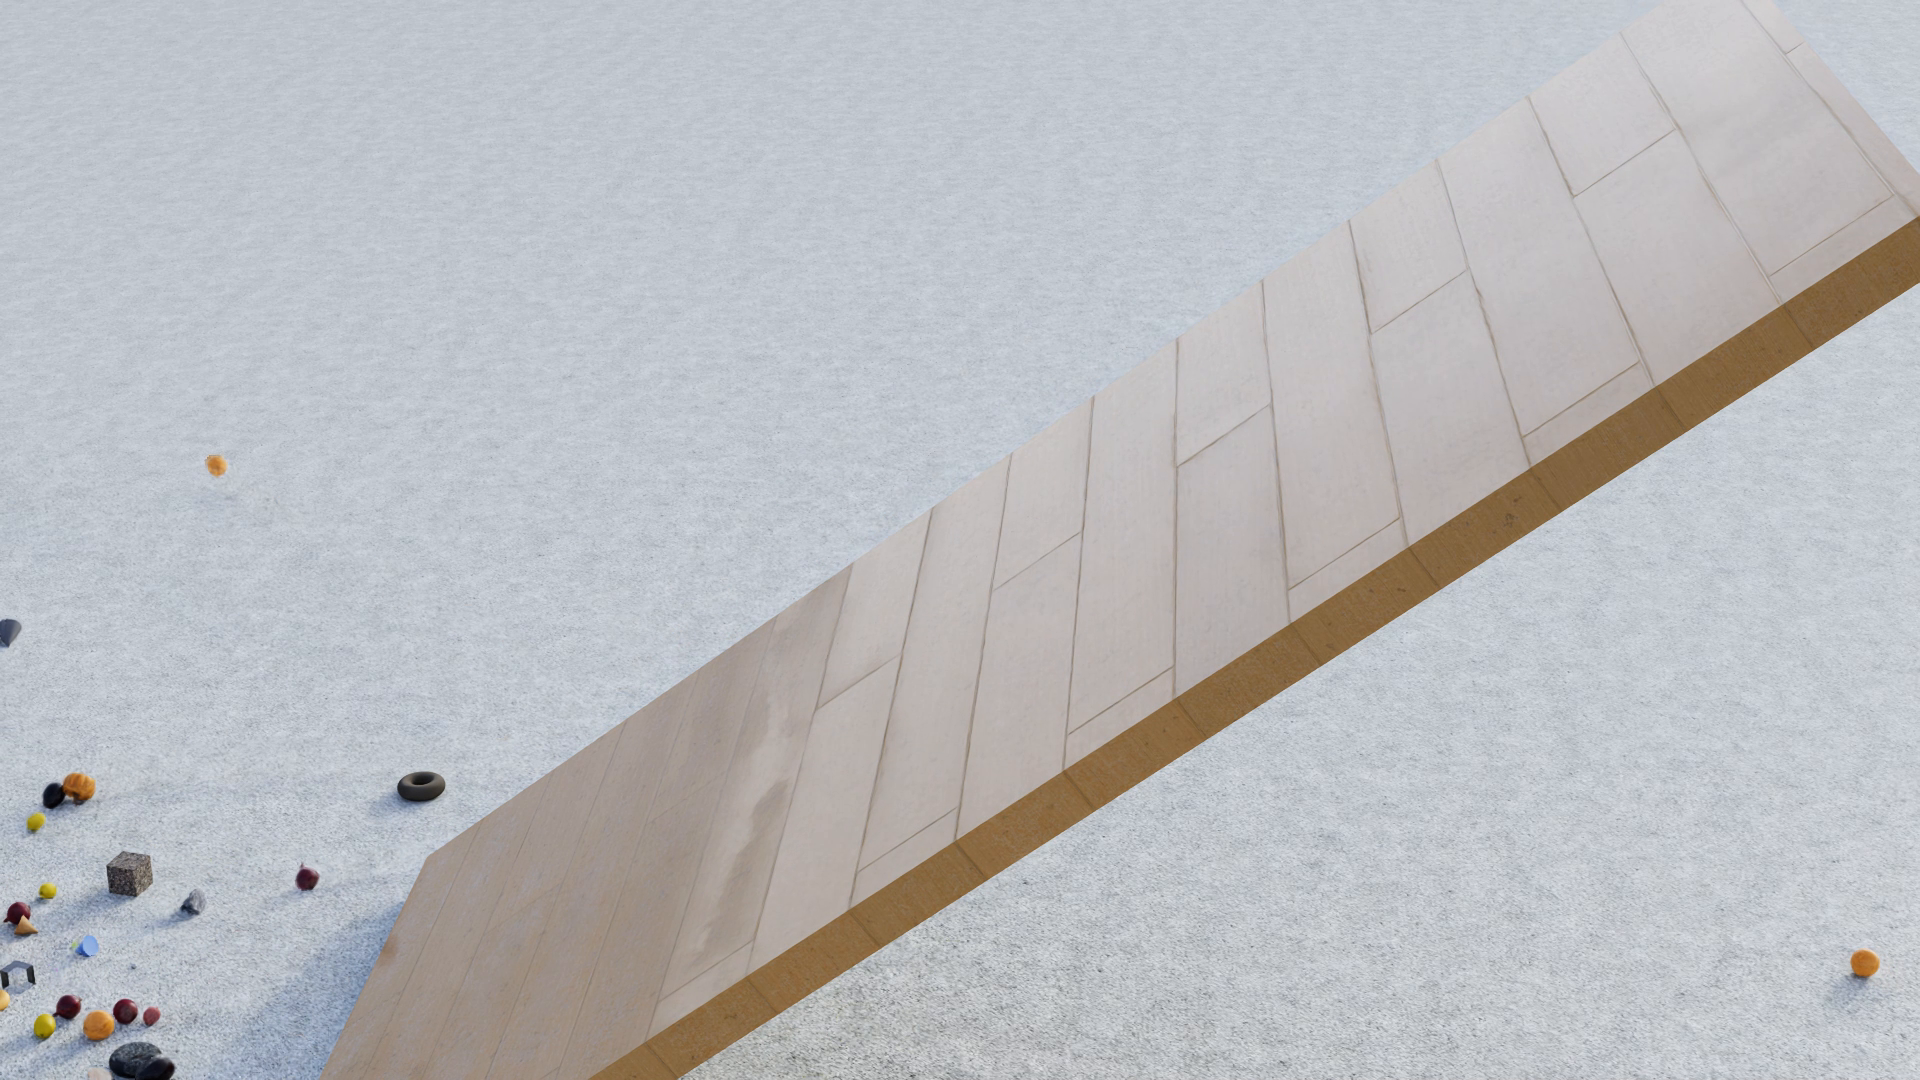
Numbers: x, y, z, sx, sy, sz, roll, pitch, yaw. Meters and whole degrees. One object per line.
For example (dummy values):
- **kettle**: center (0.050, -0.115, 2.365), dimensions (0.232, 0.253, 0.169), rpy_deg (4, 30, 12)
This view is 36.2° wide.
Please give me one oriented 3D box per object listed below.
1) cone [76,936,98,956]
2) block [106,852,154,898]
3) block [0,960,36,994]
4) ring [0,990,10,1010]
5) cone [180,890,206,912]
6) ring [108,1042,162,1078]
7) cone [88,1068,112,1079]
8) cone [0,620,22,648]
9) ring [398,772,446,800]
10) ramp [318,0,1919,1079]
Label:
- **cone**: center (-2.236, 1.041, 7.499), dimensions (0.054, 0.054, 0.054), rpy_deg (-19, 13, 28)
- **block**: center (-2.200, 0.885, 7.795), dimensions (0.082, 0.082, 0.082), rpy_deg (7, 24, 15)
- **block**: center (-2.351, 1.091, 7.338), dimensions (0.056, 0.056, 0.056), rpy_deg (11, 25, 24)
- **ring**: center (-2.392, 1.139, 7.258), dimensions (0.092, 0.031, 0.092), rpy_deg (0, 24, 0)
- **cone**: center (-2.019, 0.955, 7.699), dimensions (0.061, 0.061, 0.061), rpy_deg (-23, 18, 16)
- **ring**: center (-1.964, 1.239, 7.006), dimensions (0.123, 0.041, 0.123), rpy_deg (1, 24, 0)
- **cone**: center (-2.025, 1.279, 6.894), dimensions (0.058, 0.058, 0.058), rpy_deg (23, 19, -9)
- **cone**: center (-2.988, 0.307, 9.233), dimensions (0.083, 0.083, 0.083), rpy_deg (-6, 50, -14)
- **ring**: center (-1.520, 0.695, 8.299), dimensions (0.135, 0.045, 0.135), rpy_deg (-1, 21, 0)
- **ramp**: center (0.128, 0.180, 6.324), dimensions (4.000, 0.100, 2.000), rpy_deg (-34, 16, 17)
